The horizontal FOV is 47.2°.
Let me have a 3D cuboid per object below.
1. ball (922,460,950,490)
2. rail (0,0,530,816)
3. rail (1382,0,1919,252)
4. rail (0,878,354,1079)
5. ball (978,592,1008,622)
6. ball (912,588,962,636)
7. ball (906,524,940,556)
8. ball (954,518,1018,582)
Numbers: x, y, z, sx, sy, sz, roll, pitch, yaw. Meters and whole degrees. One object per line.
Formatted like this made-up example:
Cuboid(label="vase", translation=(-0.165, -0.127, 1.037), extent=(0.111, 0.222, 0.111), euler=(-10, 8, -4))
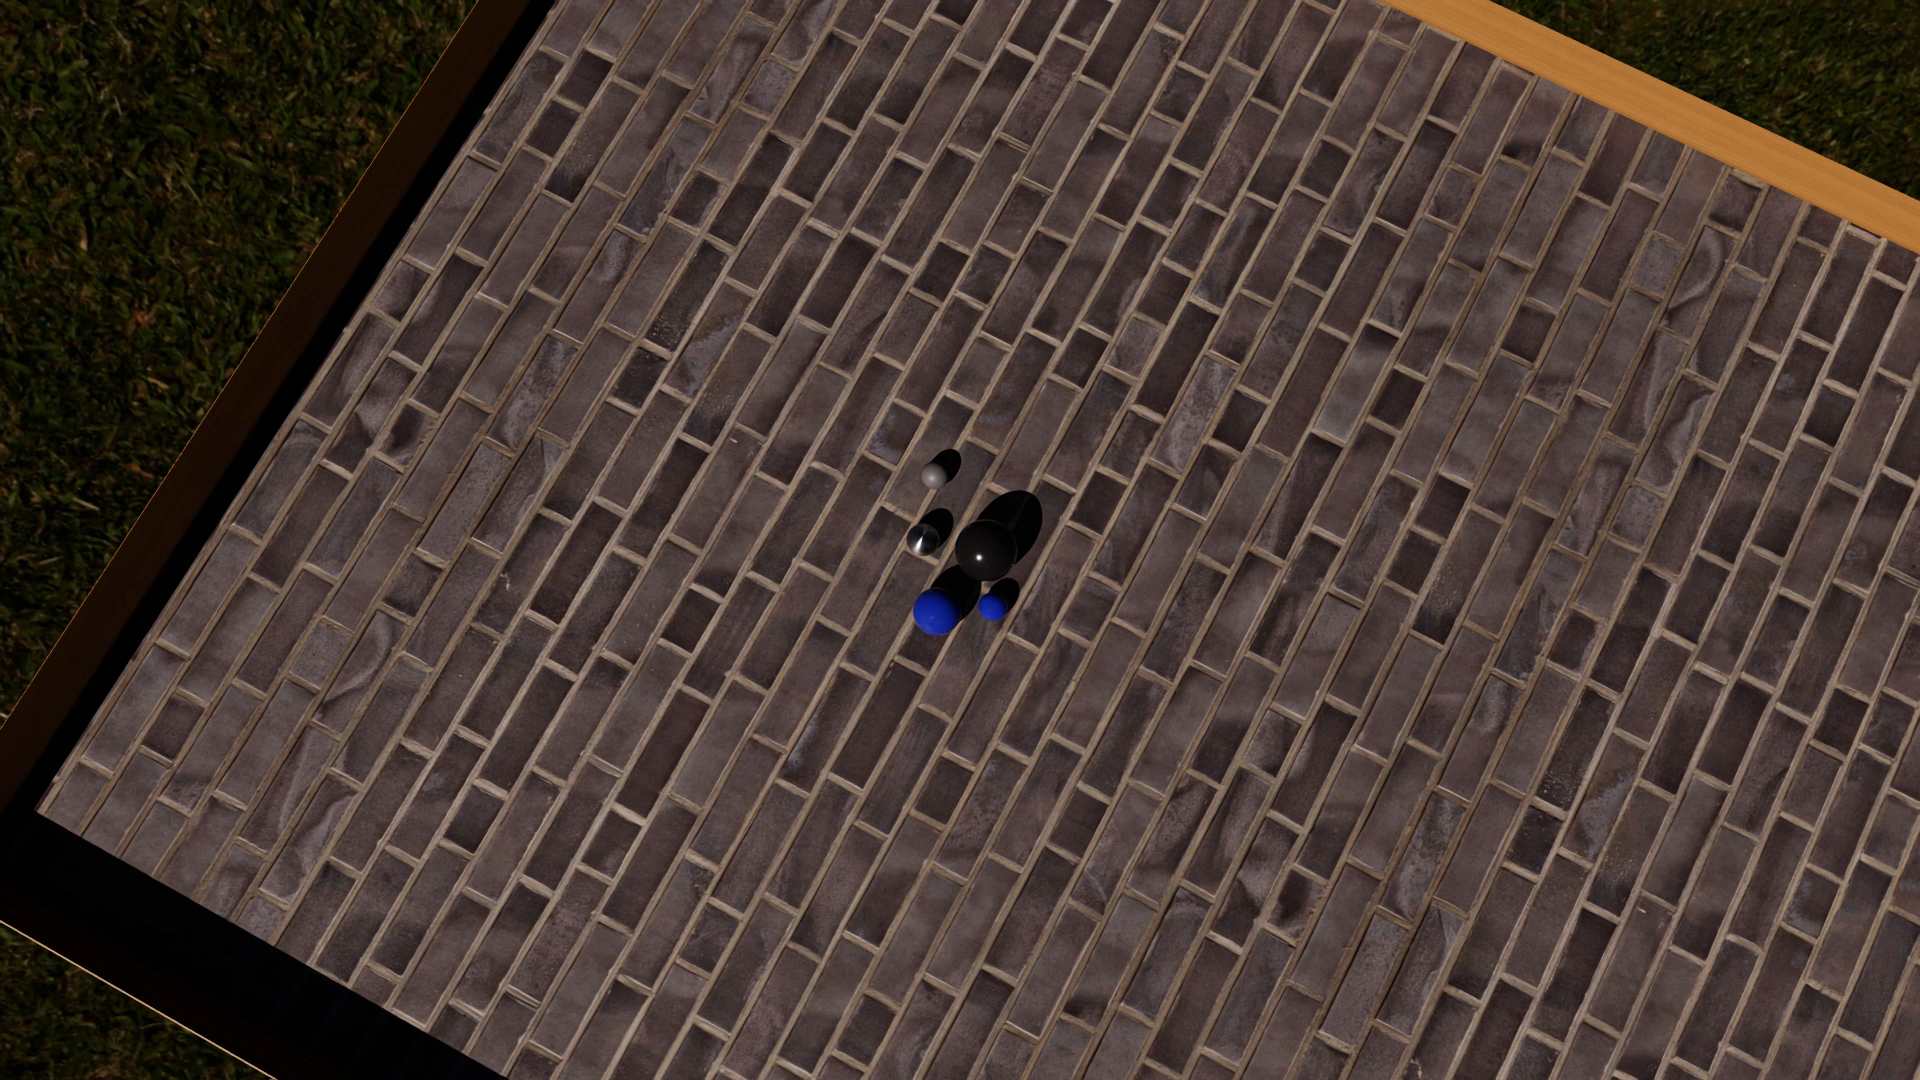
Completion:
Cuboid(label="ball", translation=(-0.038, -0.100, 3.389), extent=(0.044, 0.044, 0.044), euler=(0, 75, 0))
Cuboid(label="rail", translation=(-0.932, -0.490, 3.451), extent=(0.045, 0.124, 2.312), euler=(27, 77, 7))
Cuboid(label="rail", translation=(1.487, -0.481, 3.449), extent=(4.322, 0.124, 0.045), euler=(27, 77, 7))
Cuboid(label="rail", translation=(0.419, 1.448, 2.930), extent=(4.322, 0.124, 0.045), euler=(27, 77, 7))
Cuboid(label="ball", translation=(0.050, 0.101, 3.334), extent=(0.045, 0.045, 0.045), euler=(0, 75, 0))
Cuboid(label="ball", translation=(-0.034, 0.108, 3.318), extent=(0.074, 0.074, 0.074), euler=(0, 75, 0))
Cuboid(label="ball", translation=(-0.056, 0.000, 3.359), extent=(0.051, 0.051, 0.051), euler=(0, 75, 0))
Cuboid(label="ball", translation=(0.040, 0.016, 3.331), extent=(0.096, 0.096, 0.096), euler=(0, 75, 0))
